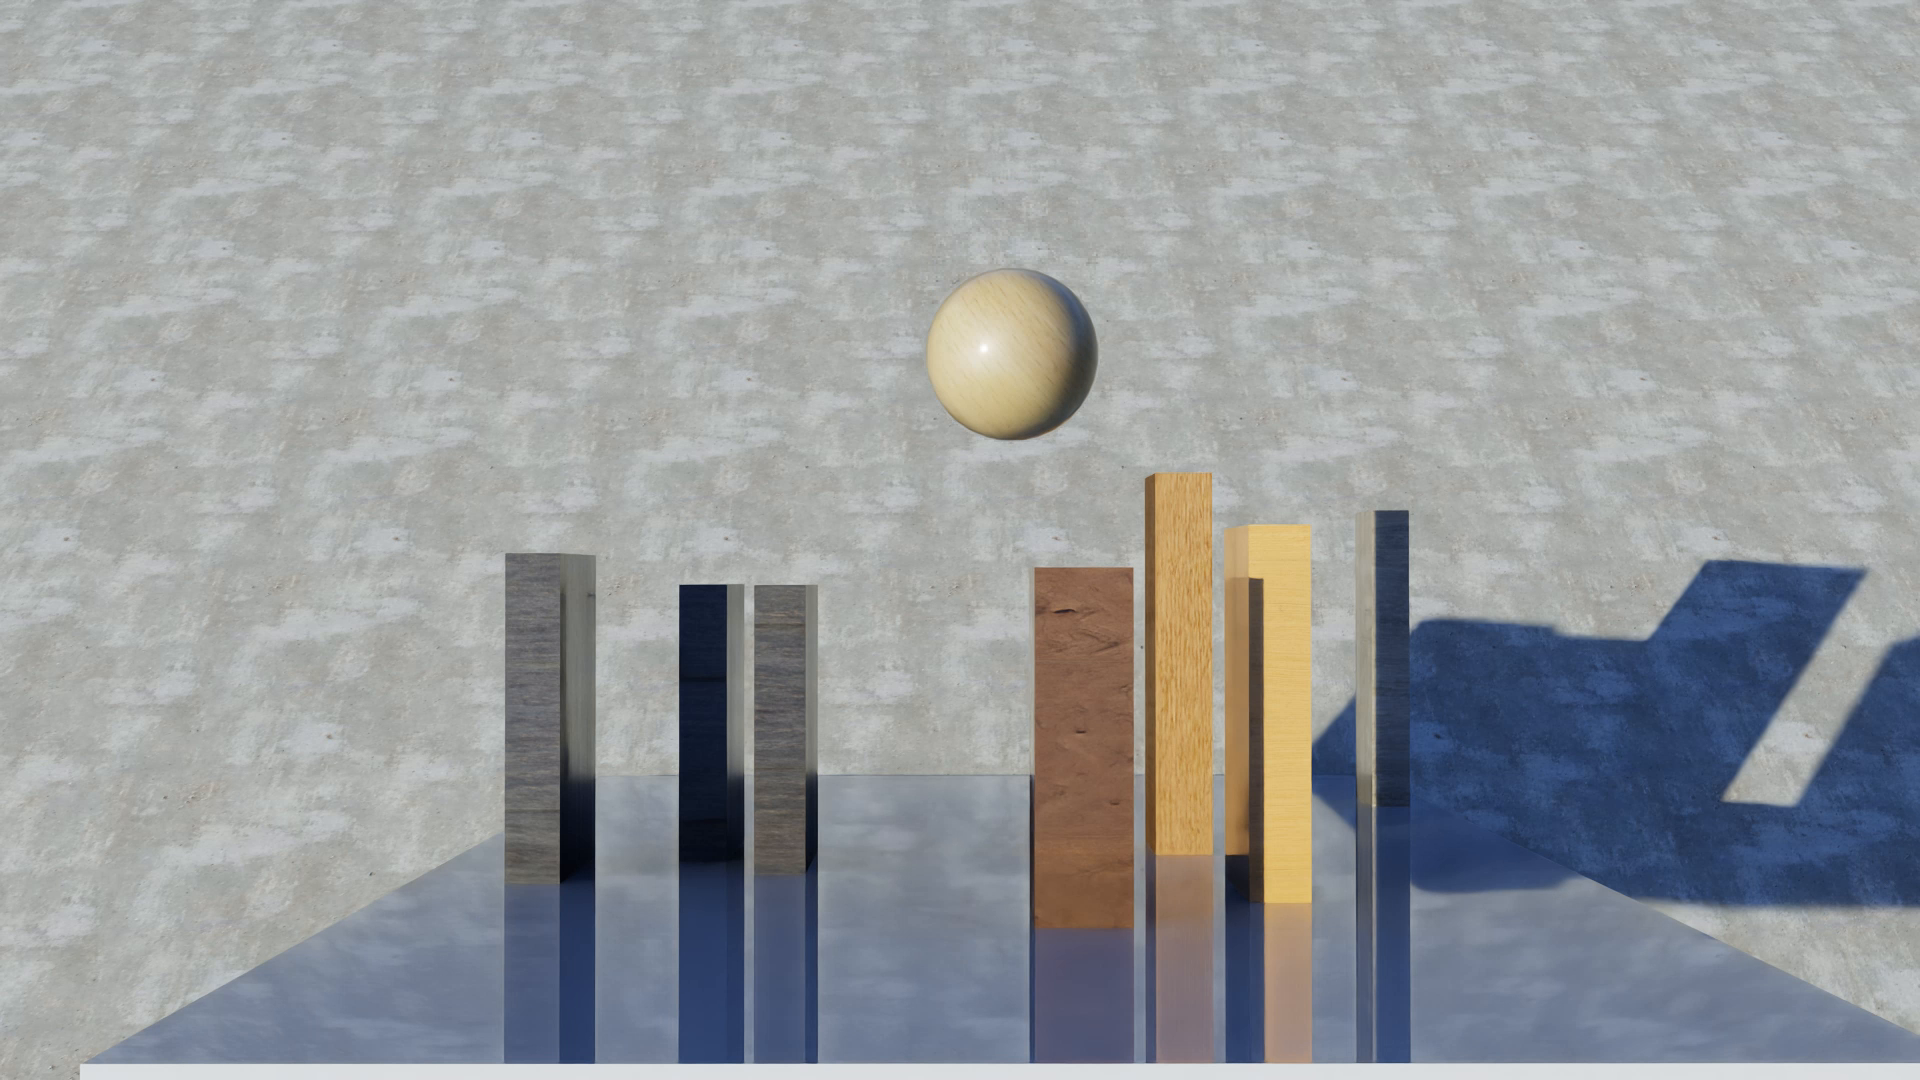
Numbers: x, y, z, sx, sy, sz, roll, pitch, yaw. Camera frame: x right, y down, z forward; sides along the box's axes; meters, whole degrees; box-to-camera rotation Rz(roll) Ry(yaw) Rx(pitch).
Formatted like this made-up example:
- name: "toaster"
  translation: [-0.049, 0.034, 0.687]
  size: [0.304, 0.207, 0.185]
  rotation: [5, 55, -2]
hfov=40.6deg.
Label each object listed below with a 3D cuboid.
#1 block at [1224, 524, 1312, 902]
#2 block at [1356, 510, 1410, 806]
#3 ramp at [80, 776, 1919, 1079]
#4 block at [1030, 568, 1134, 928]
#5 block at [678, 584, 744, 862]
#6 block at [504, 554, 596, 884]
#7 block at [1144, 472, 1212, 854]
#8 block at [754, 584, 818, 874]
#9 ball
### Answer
- name: "block"
  translation: [0.505, 0.277, 4.277]
  size: [0.098, 0.596, 0.371]
  rotation: [0, -1, 0]
- name: "block"
  translation: [0.966, 0.267, 5.936]
  size: [0.084, 0.664, 0.242]
  rotation: [0, -1, 0]
- name: "ramp"
  translation: [0.072, 0.632, 4.731]
  size: [2.000, 0.100, 4.000]
  rotation: [0, -1, 0]
- name: "block"
  translation: [0.182, 0.306, 3.944]
  size: [0.145, 0.528, 0.293]
  rotation: [0, -1, 0]
- name: "block"
  translation: [-0.465, 0.334, 4.880]
  size: [0.087, 0.501, 0.384]
  rotation: [0, -1, 0]
- name: "block"
  translation: [-0.717, 0.302, 4.558]
  size: [0.092, 0.554, 0.427]
  rotation: [0, -1, 0]
- name: "block"
  translation: [0.415, 0.231, 4.941]
  size: [0.106, 0.707, 0.271]
  rotation: [0, -1, 0]
- name: "block"
  translation: [-0.312, 0.331, 4.686]
  size: [0.089, 0.500, 0.389]
  rotation: [0, -1, 0]
- name: "ball"
  translation: [0.047, -0.168, 2.344]
  size: [0.157, 0.157, 0.157]
  rotation: [0, 32, 0]
